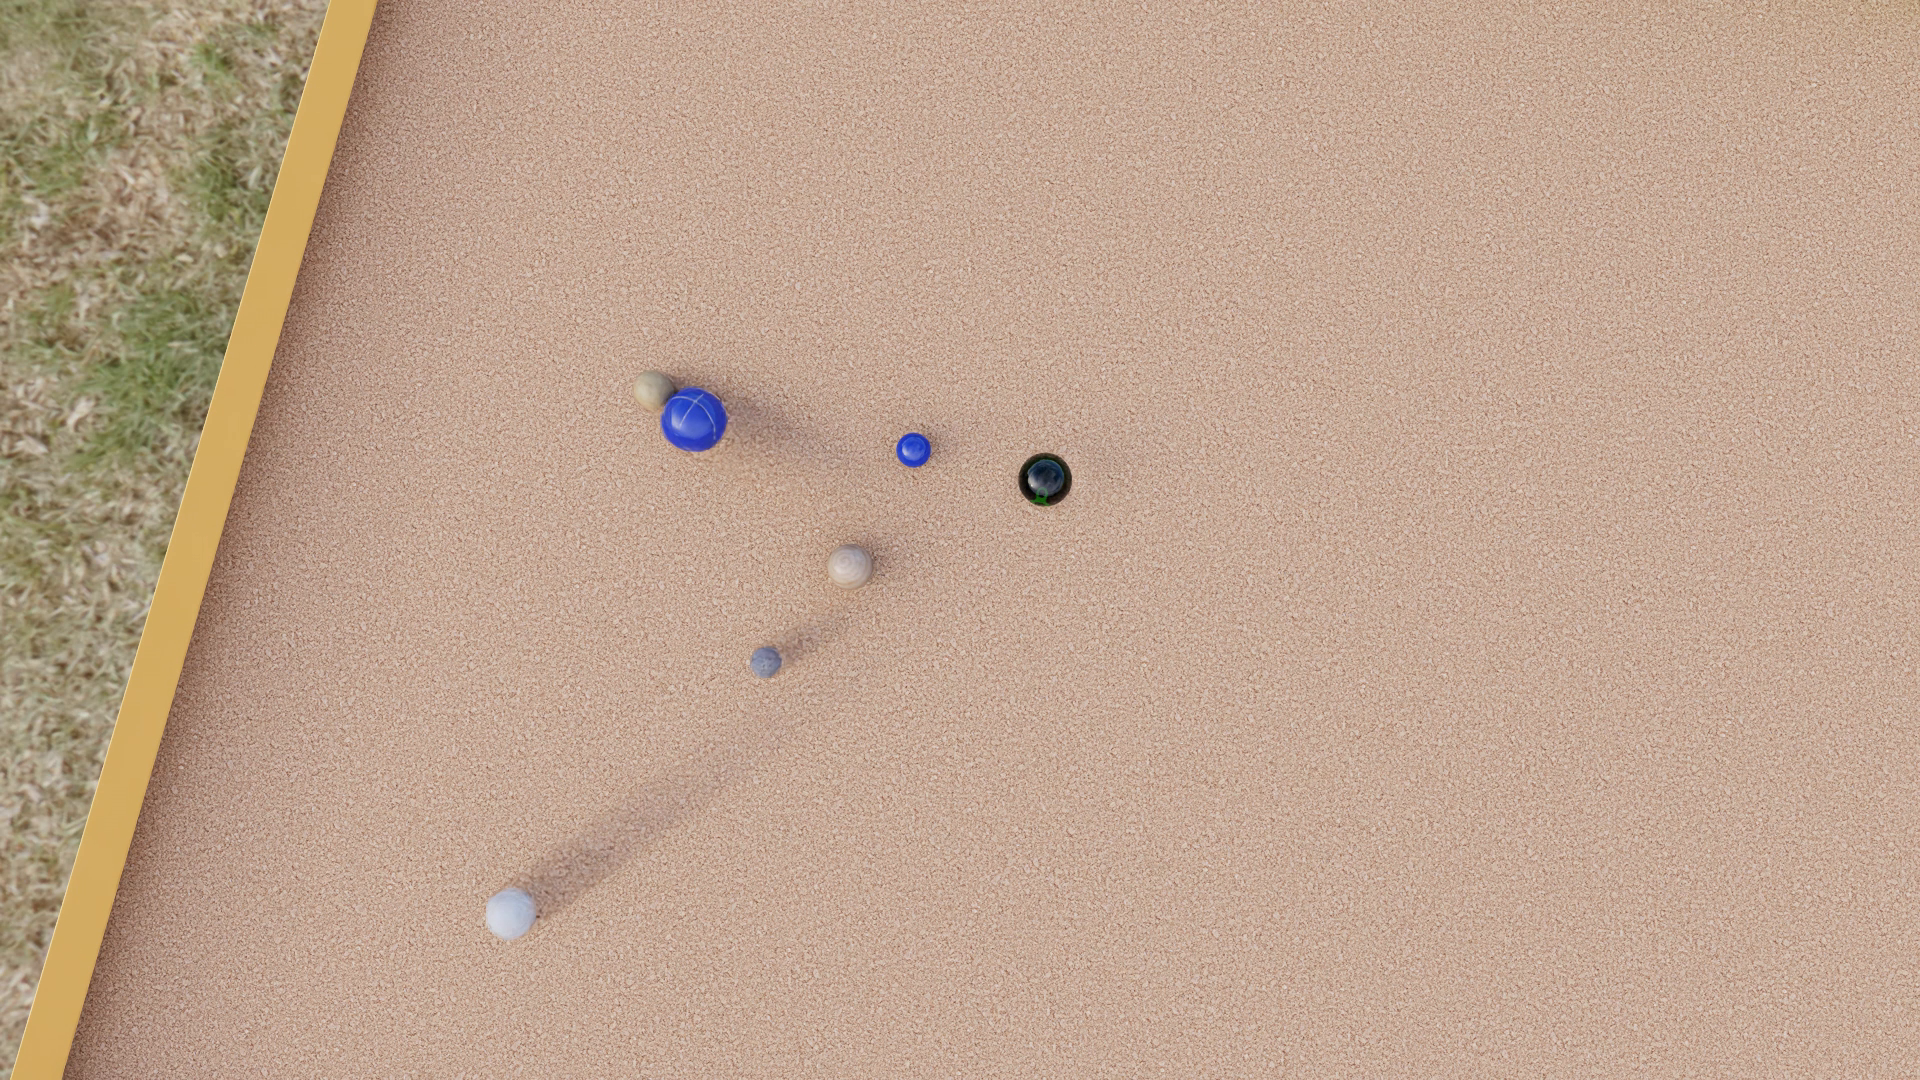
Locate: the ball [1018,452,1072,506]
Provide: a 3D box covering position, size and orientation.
[{"bbox_3d":[0.127,-0.090,3.276,0.081,0.081,0.081,0,82,0],"label":"ball"}]

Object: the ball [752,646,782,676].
[{"bbox_3d":[-0.286,0.180,3.255,0.045,0.045,0.045,0,82,0],"label":"ball"}]

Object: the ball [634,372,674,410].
[{"bbox_3d":[-0.461,-0.225,3.308,0.058,0.058,0.058,0,82,0],"label":"ball"}]

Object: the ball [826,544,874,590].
[{"bbox_3d":[-0.163,0.040,3.263,0.069,0.069,0.069,0,82,0],"label":"ball"}]

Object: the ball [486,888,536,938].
[{"bbox_3d":[-0.650,0.541,3.189,0.071,0.071,0.071,0,82,0],"label":"ball"}]

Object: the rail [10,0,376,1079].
[{"bbox_3d":[-1.053,-0.256,3.277,0.045,0.126,2.459,13,82,2],"label":"rail"}]

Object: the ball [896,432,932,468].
[{"bbox_3d":[-0.069,-0.135,3.297,0.053,0.053,0.053,0,82,0],"label":"ball"}]

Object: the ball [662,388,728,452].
[{"bbox_3d":[-0.396,-0.179,3.281,0.097,0.097,0.097,0,82,0],"label":"ball"}]
